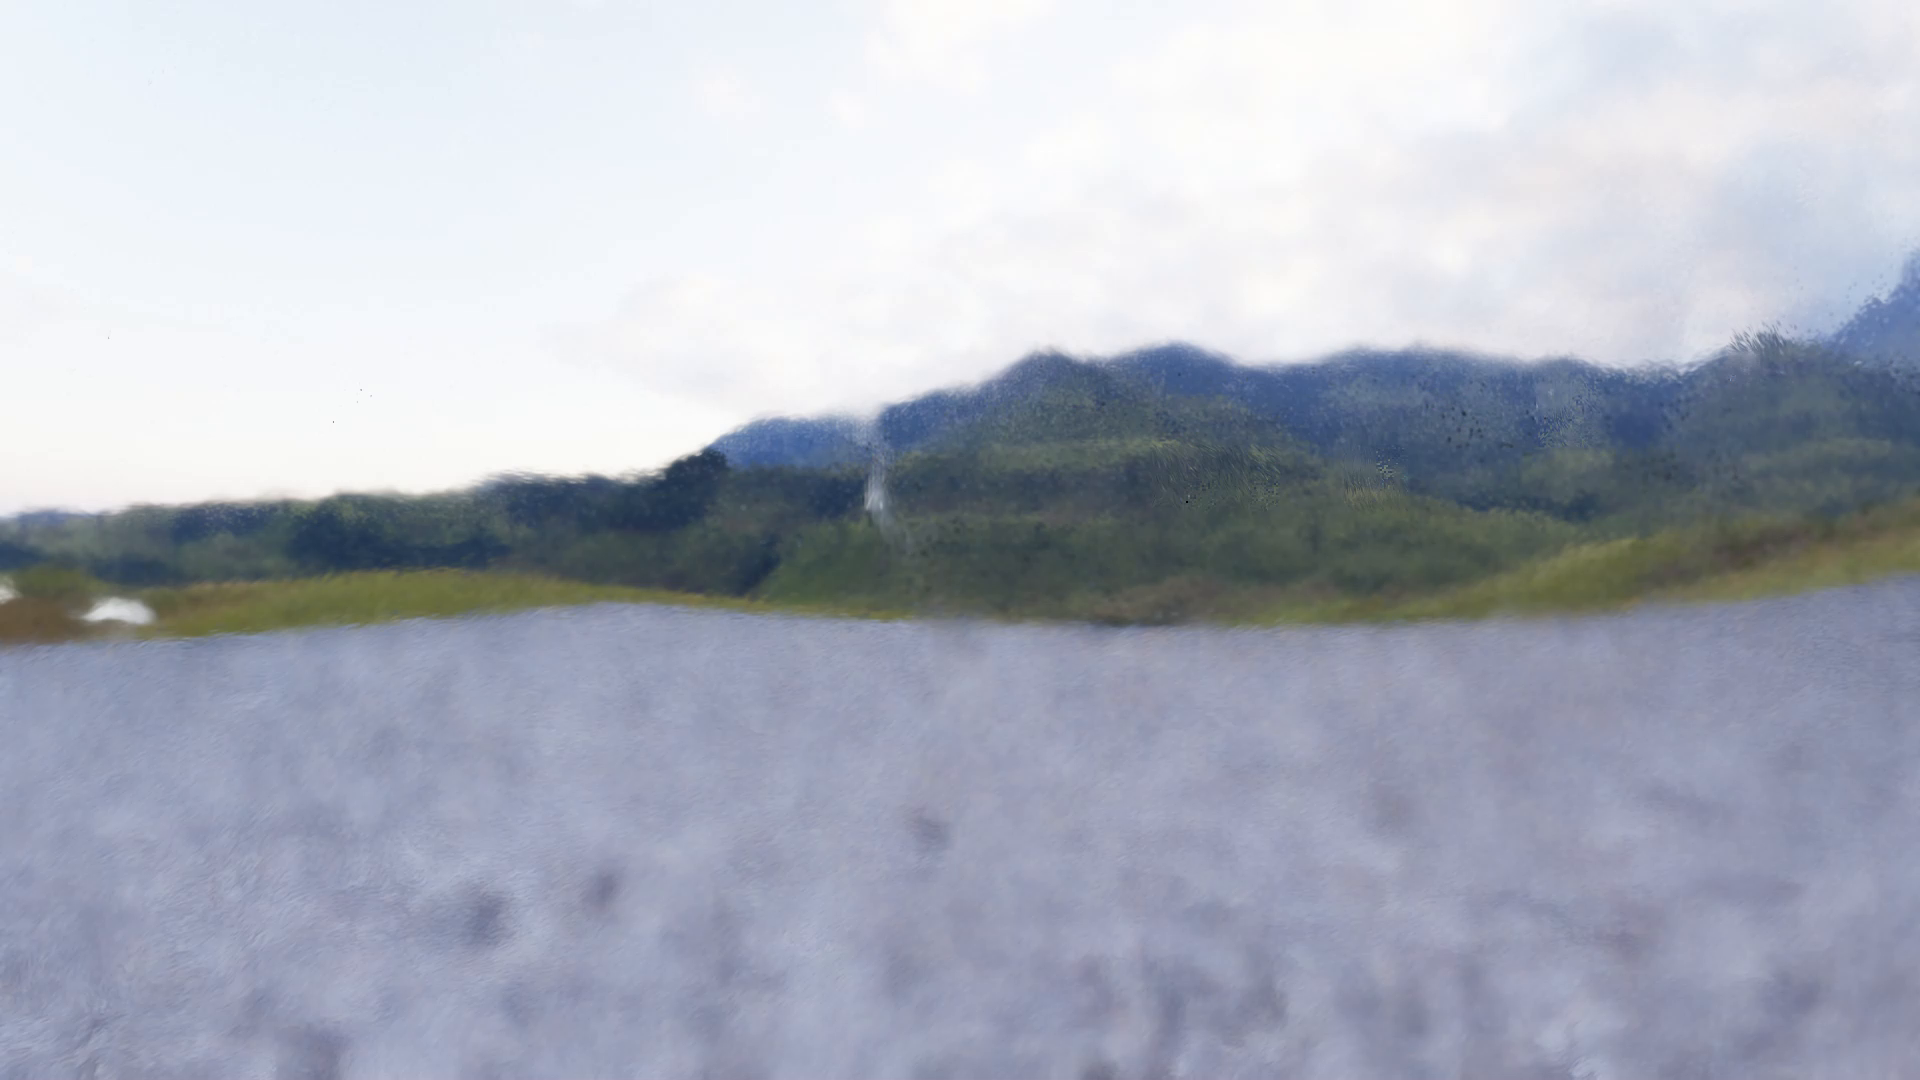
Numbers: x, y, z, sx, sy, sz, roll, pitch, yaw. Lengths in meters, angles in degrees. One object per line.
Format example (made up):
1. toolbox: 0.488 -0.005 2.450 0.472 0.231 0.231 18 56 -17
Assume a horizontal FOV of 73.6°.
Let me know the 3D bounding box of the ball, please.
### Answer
1. ball: 0.000 -0.002 0.056 0.080 0.080 0.080 0 4 0
